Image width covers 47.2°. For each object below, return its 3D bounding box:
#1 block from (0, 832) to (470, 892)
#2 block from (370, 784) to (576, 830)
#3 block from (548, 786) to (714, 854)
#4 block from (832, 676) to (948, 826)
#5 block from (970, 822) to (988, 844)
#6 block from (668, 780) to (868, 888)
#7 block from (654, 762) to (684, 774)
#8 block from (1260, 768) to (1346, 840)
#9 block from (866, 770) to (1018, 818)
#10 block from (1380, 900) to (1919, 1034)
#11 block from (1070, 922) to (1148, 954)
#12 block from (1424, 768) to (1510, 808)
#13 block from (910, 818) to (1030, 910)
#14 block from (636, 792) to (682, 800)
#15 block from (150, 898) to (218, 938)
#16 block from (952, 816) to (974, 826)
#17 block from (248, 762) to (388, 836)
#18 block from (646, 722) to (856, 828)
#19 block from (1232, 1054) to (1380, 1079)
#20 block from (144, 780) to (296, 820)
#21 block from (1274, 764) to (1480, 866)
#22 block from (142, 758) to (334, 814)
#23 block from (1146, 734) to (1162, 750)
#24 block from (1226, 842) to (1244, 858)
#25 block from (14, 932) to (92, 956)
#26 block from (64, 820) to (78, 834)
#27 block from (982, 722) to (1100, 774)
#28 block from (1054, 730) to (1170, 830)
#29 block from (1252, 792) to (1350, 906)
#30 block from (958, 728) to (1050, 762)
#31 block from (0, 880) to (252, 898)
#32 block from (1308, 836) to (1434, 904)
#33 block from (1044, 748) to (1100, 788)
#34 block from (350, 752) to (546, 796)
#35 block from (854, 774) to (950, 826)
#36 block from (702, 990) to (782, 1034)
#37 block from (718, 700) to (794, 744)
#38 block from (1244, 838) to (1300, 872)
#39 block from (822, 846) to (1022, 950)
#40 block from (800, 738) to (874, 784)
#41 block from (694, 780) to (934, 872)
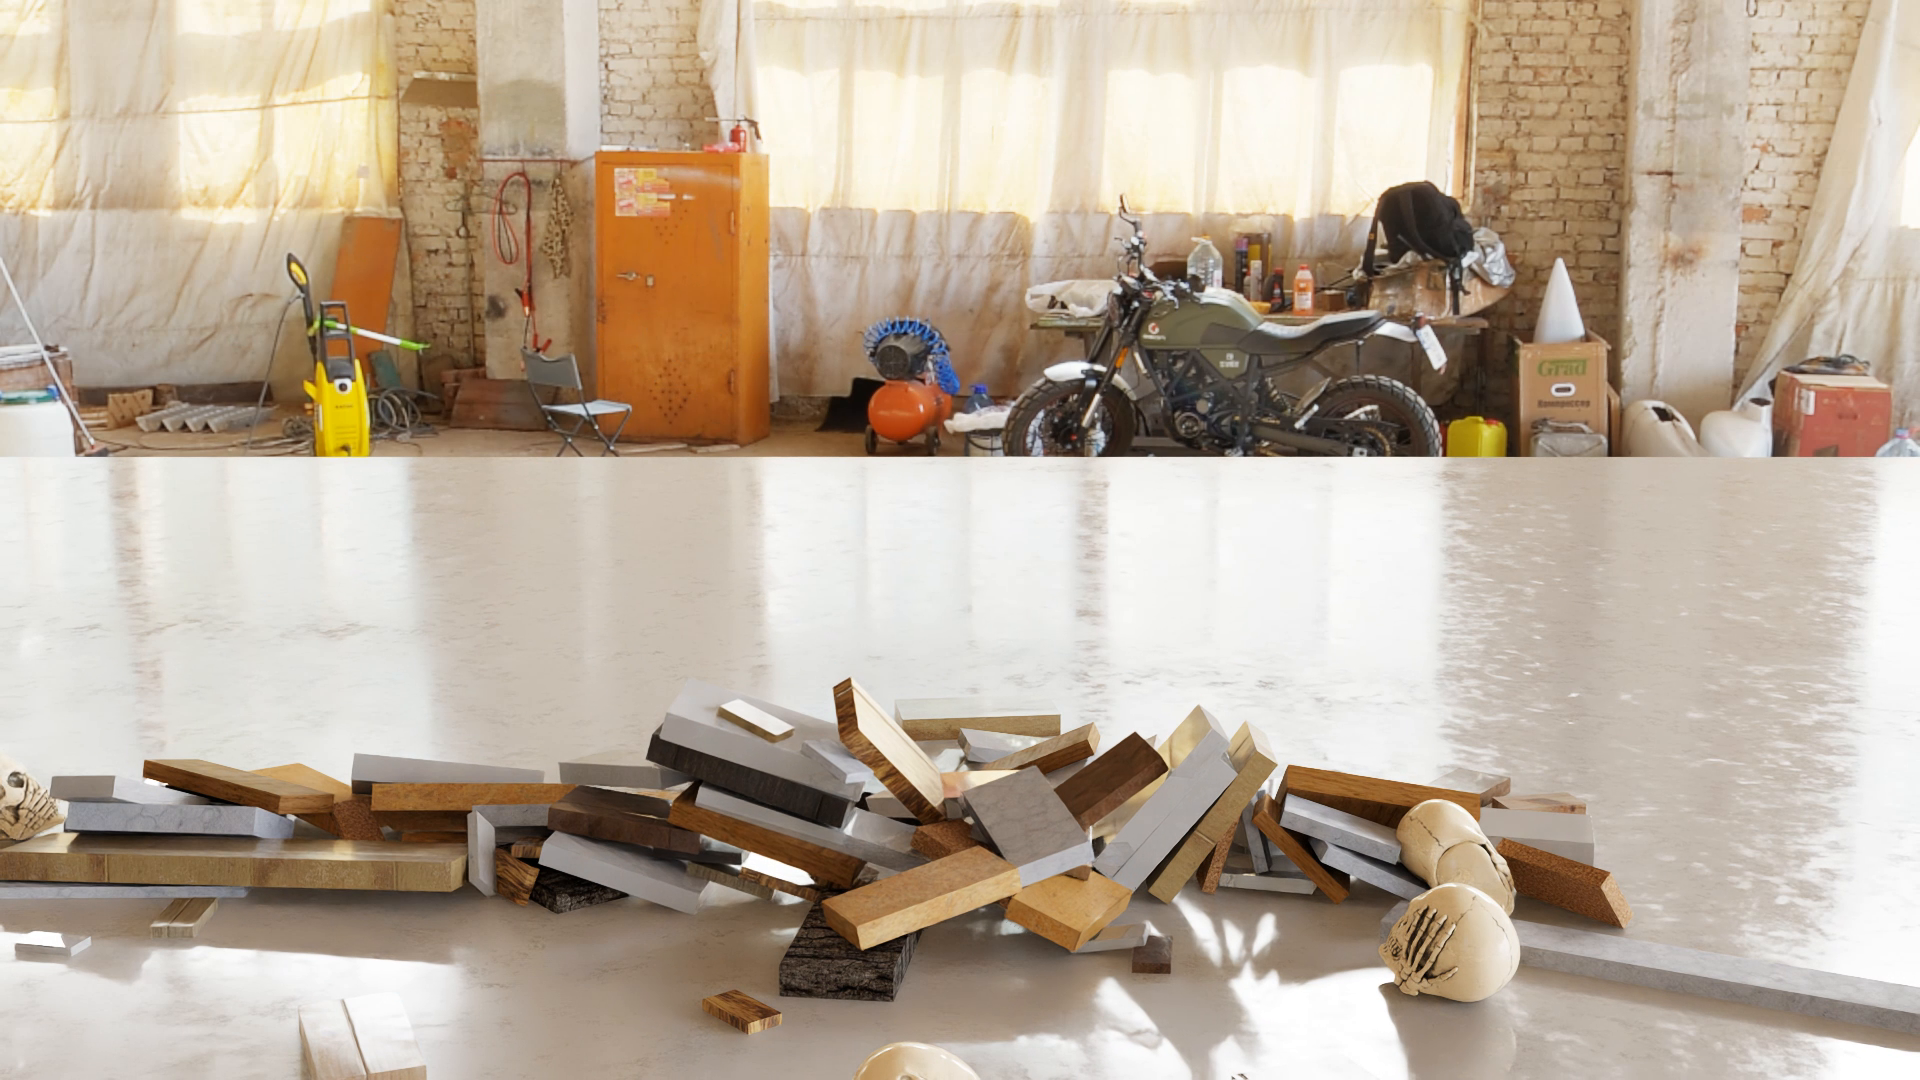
[{"bbox_3d":[-1.203,0.540,3.693,0.790,0.048,0.168,0,3,8],"label":"block"},{"bbox_3d":[-0.853,0.478,3.931,0.355,0.048,0.169,0,-19,0],"label":"block"},{"bbox_3d":[-0.539,0.466,3.676,0.265,0.037,0.132,8,12,11],"label":"block"},{"bbox_3d":[-0.114,0.354,3.630,0.037,0.263,0.131,-31,35,13],"label":"block"},{"bbox_3d":[0.113,0.497,3.630,0.179,0.025,0.090,19,14,10],"label":"block"},{"bbox_3d":[-0.310,0.481,3.626,0.318,0.037,0.132,19,14,7],"label":"block"},{"bbox_3d":[-0.376,0.387,3.646,0.261,0.017,0.059,15,17,-7],"label":"block"},{"bbox_3d":[0.614,0.478,3.989,0.328,0.046,0.164,-4,12,-33],"label":"block"},{"bbox_3d":[-0.027,0.445,3.845,0.131,0.037,0.372,-20,3,-27],"label":"block"},{"bbox_3d":[1.217,0.657,3.224,1.207,0.030,0.107,6,12,28],"label":"block"},{"bbox_3d":[0.231,0.619,3.416,0.117,0.017,0.059,-8,9,12],"label":"block"},{"bbox_3d":[0.949,0.480,4.176,0.107,0.030,0.214,8,13,38],"label":"block"},{"bbox_3d":[0.048,0.530,3.563,0.241,0.034,0.121,29,18,33],"label":"block"},{"bbox_3d":[-0.472,0.503,4.033,0.274,0.039,0.137,1,11,5],"label":"block"},{"bbox_3d":[-1.245,0.606,3.531,0.067,0.019,0.134,0,11,-2],"label":"block"},{"bbox_3d":[0.037,0.494,3.961,0.105,0.030,0.211,-31,5,12],"label":"block"},{"bbox_3d":[-1.179,0.475,4.038,0.259,0.037,0.130,17,12,30],"label":"block"},{"bbox_3d":[-0.331,0.369,3.637,0.338,0.048,0.169,19,17,5],"label":"block"},{"bbox_3d":[0.497,0.739,2.734,0.170,0.048,0.339,-5,11,-23],"label":"block"},{"bbox_3d":[-1.367,0.481,4.059,0.281,0.037,0.130,7,10,-3],"label":"block"},{"bbox_3d":[0.705,0.471,3.759,0.328,0.164,0.046,9,52,0],"label":"block"},{"bbox_3d":[-1.304,0.443,3.964,0.397,0.033,0.116,7,0,35],"label":"block"},{"bbox_3d":[0.285,0.465,3.996,0.167,0.047,0.405,-28,6,12],"label":"block"},{"bbox_3d":[0.389,0.525,3.931,0.116,0.033,0.231,-7,13,-33],"label":"block"},{"bbox_3d":[-1.412,0.628,3.423,0.100,0.014,0.050,2,11,13],"label":"block"},{"bbox_3d":[-1.551,0.500,4.064,0.116,0.033,0.231,0,11,1],"label":"block"},{"bbox_3d":[0.148,0.415,4.144,0.231,0.033,0.116,-23,7,13],"label":"block"},{"bbox_3d":[0.231,0.405,3.603,0.209,0.030,0.104,-35,28,-6],"label":"block"},{"bbox_3d":[0.568,0.513,3.659,0.197,0.028,0.099,45,15,1],"label":"block"},{"bbox_3d":[0.109,0.419,4.385,0.211,0.030,0.105,8,13,-14],"label":"block"},{"bbox_3d":[-1.416,0.578,3.679,0.452,0.019,0.067,0,11,-1],"label":"block"},{"bbox_3d":[0.678,0.539,3.633,0.197,0.028,0.099,24,11,-9],"label":"block"},{"bbox_3d":[0.167,0.462,4.050,0.167,0.047,0.334,-23,7,11],"label":"block"},{"bbox_3d":[-0.934,0.442,4.011,0.336,0.048,0.168,7,-17,-13],"label":"block"},{"bbox_3d":[-0.201,0.469,4.189,0.447,0.048,0.170,6,12,30],"label":"block"},{"bbox_3d":[-0.313,0.677,3.157,0.058,0.016,0.116,-9,14,-39],"label":"block"},{"bbox_3d":[-0.333,0.296,3.589,0.114,0.016,0.057,24,18,23],"label":"block"},{"bbox_3d":[0.541,0.521,3.961,0.104,0.030,0.375,-2,11,-8],"label":"block"},{"bbox_3d":[-0.058,0.547,3.379,0.275,0.039,0.137,-16,14,-23],"label":"block"},{"bbox_3d":[-0.197,0.355,3.535,0.057,0.016,0.114,-1,24,-46],"label":"block"},{"bbox_3d":[-0.195,0.475,3.629,0.474,0.034,0.121,18,15,3],"label":"block"}]
